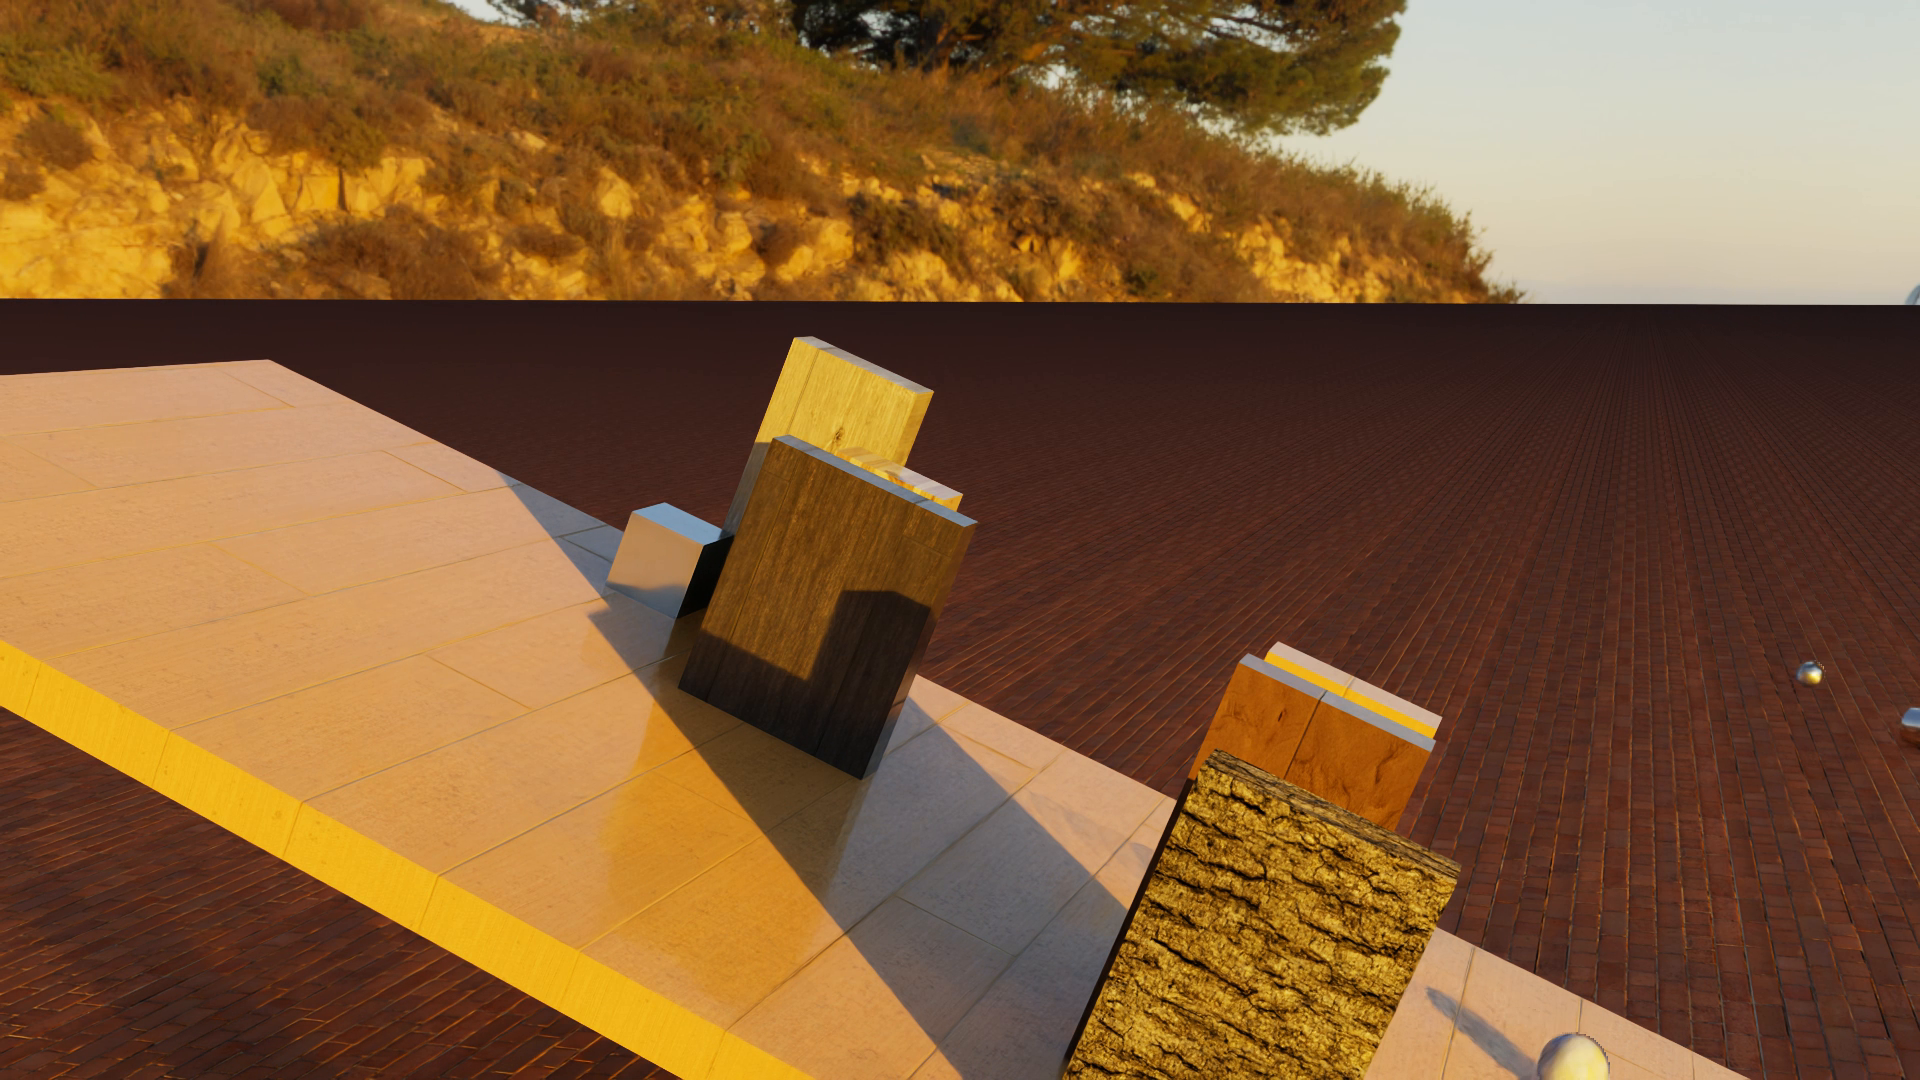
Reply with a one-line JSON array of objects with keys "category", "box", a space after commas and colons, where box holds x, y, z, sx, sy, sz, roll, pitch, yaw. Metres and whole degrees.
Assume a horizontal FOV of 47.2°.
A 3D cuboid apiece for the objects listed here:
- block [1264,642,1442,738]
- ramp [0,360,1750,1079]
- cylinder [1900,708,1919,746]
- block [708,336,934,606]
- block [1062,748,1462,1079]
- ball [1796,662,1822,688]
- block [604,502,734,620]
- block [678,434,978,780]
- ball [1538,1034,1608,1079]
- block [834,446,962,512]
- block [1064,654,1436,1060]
[{"category": "block", "box": [0.537, 0.547, 3.748, 0.301, 0.676, 0.105, 25, 13, 13]}, {"category": "ramp", "box": [-0.300, 0.528, 4.191, 4.000, 0.100, 2.000, 25, 13, 13]}, {"category": "cylinder", "box": [3.803, 0.741, 8.648, 0.141, 0.141, 0.141, -5, 8, -35]}, {"category": "block", "box": [-0.333, -0.097, 4.986, 0.314, 0.652, 0.114, 25, 13, 13]}, {"category": "block", "box": [0.394, 0.668, 3.093, 0.372, 0.643, 0.108, 25, 13, 13]}, {"category": "ball", "box": [3.818, 0.606, 9.885, 0.114, 0.114, 0.114, 0, 7, 0]}, {"category": "block", "box": [-0.651, 0.045, 4.938, 0.182, 0.182, 0.182, 25, 13, 11]}, {"category": "block", "box": [-0.268, 0.132, 4.380, 0.427, 0.554, 0.092, 25, 13, 13]}, {"category": "ball", "box": [1.158, 1.000, 4.159, 0.129, 0.129, 0.129, 0, 7, 0]}, {"category": "block", "box": [-0.222, 0.092, 4.699, 0.257, 0.519, 0.134, 25, 13, 13]}, {"category": "block", "box": [0.447, 0.567, 3.441, 0.316, 0.709, 0.086, 25, 13, 13]}]
